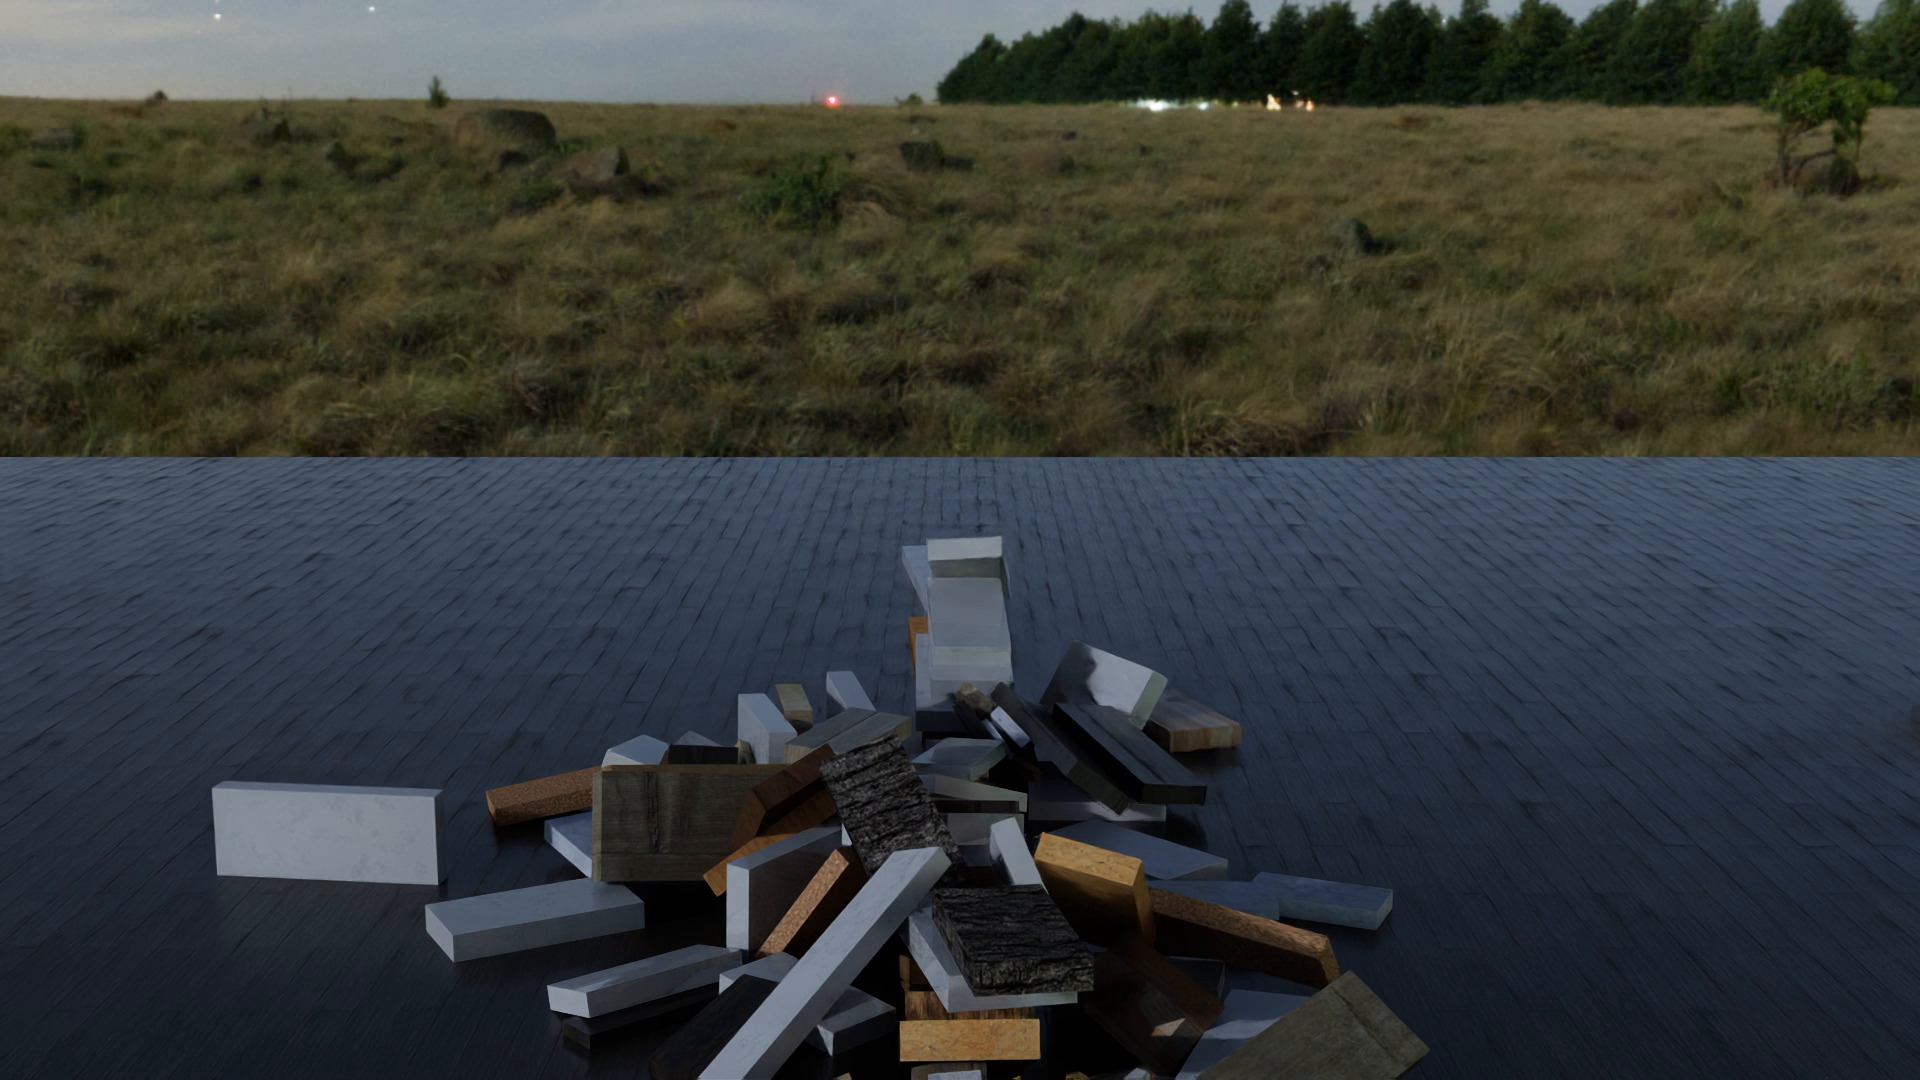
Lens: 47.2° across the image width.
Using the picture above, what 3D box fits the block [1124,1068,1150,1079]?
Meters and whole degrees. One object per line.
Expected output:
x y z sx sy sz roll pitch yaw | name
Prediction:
0.208 0.709 2.644 0.018 0.130 0.065 6 22 39 | block

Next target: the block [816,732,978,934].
-0.095 0.428 3.253 0.130 0.037 0.371 -20 36 -10 | block

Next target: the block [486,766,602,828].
-0.751 0.475 4.108 0.247 0.035 0.123 -11 13 -18 | block

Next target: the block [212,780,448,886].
-1.072 0.498 3.741 0.393 0.155 0.044 1 11 7 | block

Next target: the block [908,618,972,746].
-0.012 0.299 4.756 0.169 0.048 0.486 0 25 -5 | block

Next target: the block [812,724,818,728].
-0.233 0.458 3.883 0.051 0.180 0.360 0 10 -5 | block

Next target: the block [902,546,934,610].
-0.025 0.145 5.942 0.159 0.045 1.177 -1 11 -7 | block

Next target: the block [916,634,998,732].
-0.009 0.299 4.644 0.169 0.048 0.337 1 25 -2 | block

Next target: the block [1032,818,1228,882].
0.289 0.549 3.770 0.155 0.044 0.310 -10 14 -42 | block

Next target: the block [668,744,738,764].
-0.458 0.465 3.883 0.123 0.035 0.247 4 41 -7 | block

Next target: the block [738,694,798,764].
-0.355 0.401 4.021 0.050 0.176 0.353 -1 7 -14 | block

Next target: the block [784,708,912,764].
-0.194 0.350 3.860 0.121 0.034 0.258 8 13 23 | block

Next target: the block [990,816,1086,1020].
0.108 0.536 3.114 0.037 0.261 0.130 -19 -28 -10 | block

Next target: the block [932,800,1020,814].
0.020 0.427 3.517 0.144 0.020 0.072 0 -7 6 | block

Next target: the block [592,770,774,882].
-0.431 0.476 3.645 0.353 0.176 0.050 4 -12 -26 | block

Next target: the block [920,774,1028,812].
-0.003 0.432 3.722 0.112 0.032 0.223 -11 -21 43 | block

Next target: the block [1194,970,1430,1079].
0.409 0.688 2.747 0.146 0.041 0.498 45 35 22 | block

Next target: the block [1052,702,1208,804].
0.323 0.411 4.284 0.126 0.036 0.516 4 11 -17 | block

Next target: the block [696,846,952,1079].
-0.181 0.580 2.957 0.110 0.031 0.455 -16 24 51 | block

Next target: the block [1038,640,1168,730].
0.302 0.323 4.674 0.045 0.159 0.319 32 -7 -30 | block

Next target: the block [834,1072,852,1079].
-0.165 0.717 2.467 0.168 0.048 0.336 -23 13 -8 | block

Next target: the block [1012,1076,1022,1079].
0.099 0.735 2.476 0.042 0.149 0.299 -31 11 3 | block

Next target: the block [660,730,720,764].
-0.489 0.428 4.214 0.130 0.037 0.260 26 4 1 | block

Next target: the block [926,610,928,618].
0.001 0.211 5.102 0.160 0.045 0.320 -1 -25 -4 | block

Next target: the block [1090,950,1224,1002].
0.264 0.650 3.251 0.242 0.034 0.121 2 11 12 | block

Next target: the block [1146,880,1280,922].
0.375 0.582 3.505 0.254 0.036 0.127 1 11 3 | block

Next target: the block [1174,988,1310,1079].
0.391 0.689 2.913 0.149 0.042 0.299 1 16 24 | block

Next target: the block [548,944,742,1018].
-0.457 0.641 3.207 0.253 0.036 0.126 -9 1 -36 | block

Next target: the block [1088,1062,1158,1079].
0.196 0.716 2.879 0.118 0.017 0.059 -12 8 -11 | block

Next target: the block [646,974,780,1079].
-0.315 0.674 3.008 0.110 0.031 0.220 7 25 31 | block

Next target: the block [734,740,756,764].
-0.385 0.451 3.939 0.021 0.075 0.256 24 15 -23 | block

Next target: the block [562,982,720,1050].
-0.413 0.671 3.177 0.328 0.020 0.072 -9 14 -41 | block

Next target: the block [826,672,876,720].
-0.188 0.401 4.129 0.051 0.180 0.485 -1 13 -13 | block

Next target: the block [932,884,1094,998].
0.064 0.513 2.839 0.149 0.042 0.299 -1 9 -11 | block

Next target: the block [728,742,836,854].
-0.284 0.430 3.532 0.146 0.041 0.292 -30 -16 -25 | block

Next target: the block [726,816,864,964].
-0.218 0.529 3.473 0.042 0.149 0.422 9 14 32 | block

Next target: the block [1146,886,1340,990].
0.337 0.569 3.255 0.443 0.036 0.127 12 -28 26 | block

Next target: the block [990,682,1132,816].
0.186 0.393 4.231 0.130 0.037 0.587 37 1 -16 | block

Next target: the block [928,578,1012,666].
0.017 0.173 4.693 0.160 0.045 0.319 1 25 -4 | block
